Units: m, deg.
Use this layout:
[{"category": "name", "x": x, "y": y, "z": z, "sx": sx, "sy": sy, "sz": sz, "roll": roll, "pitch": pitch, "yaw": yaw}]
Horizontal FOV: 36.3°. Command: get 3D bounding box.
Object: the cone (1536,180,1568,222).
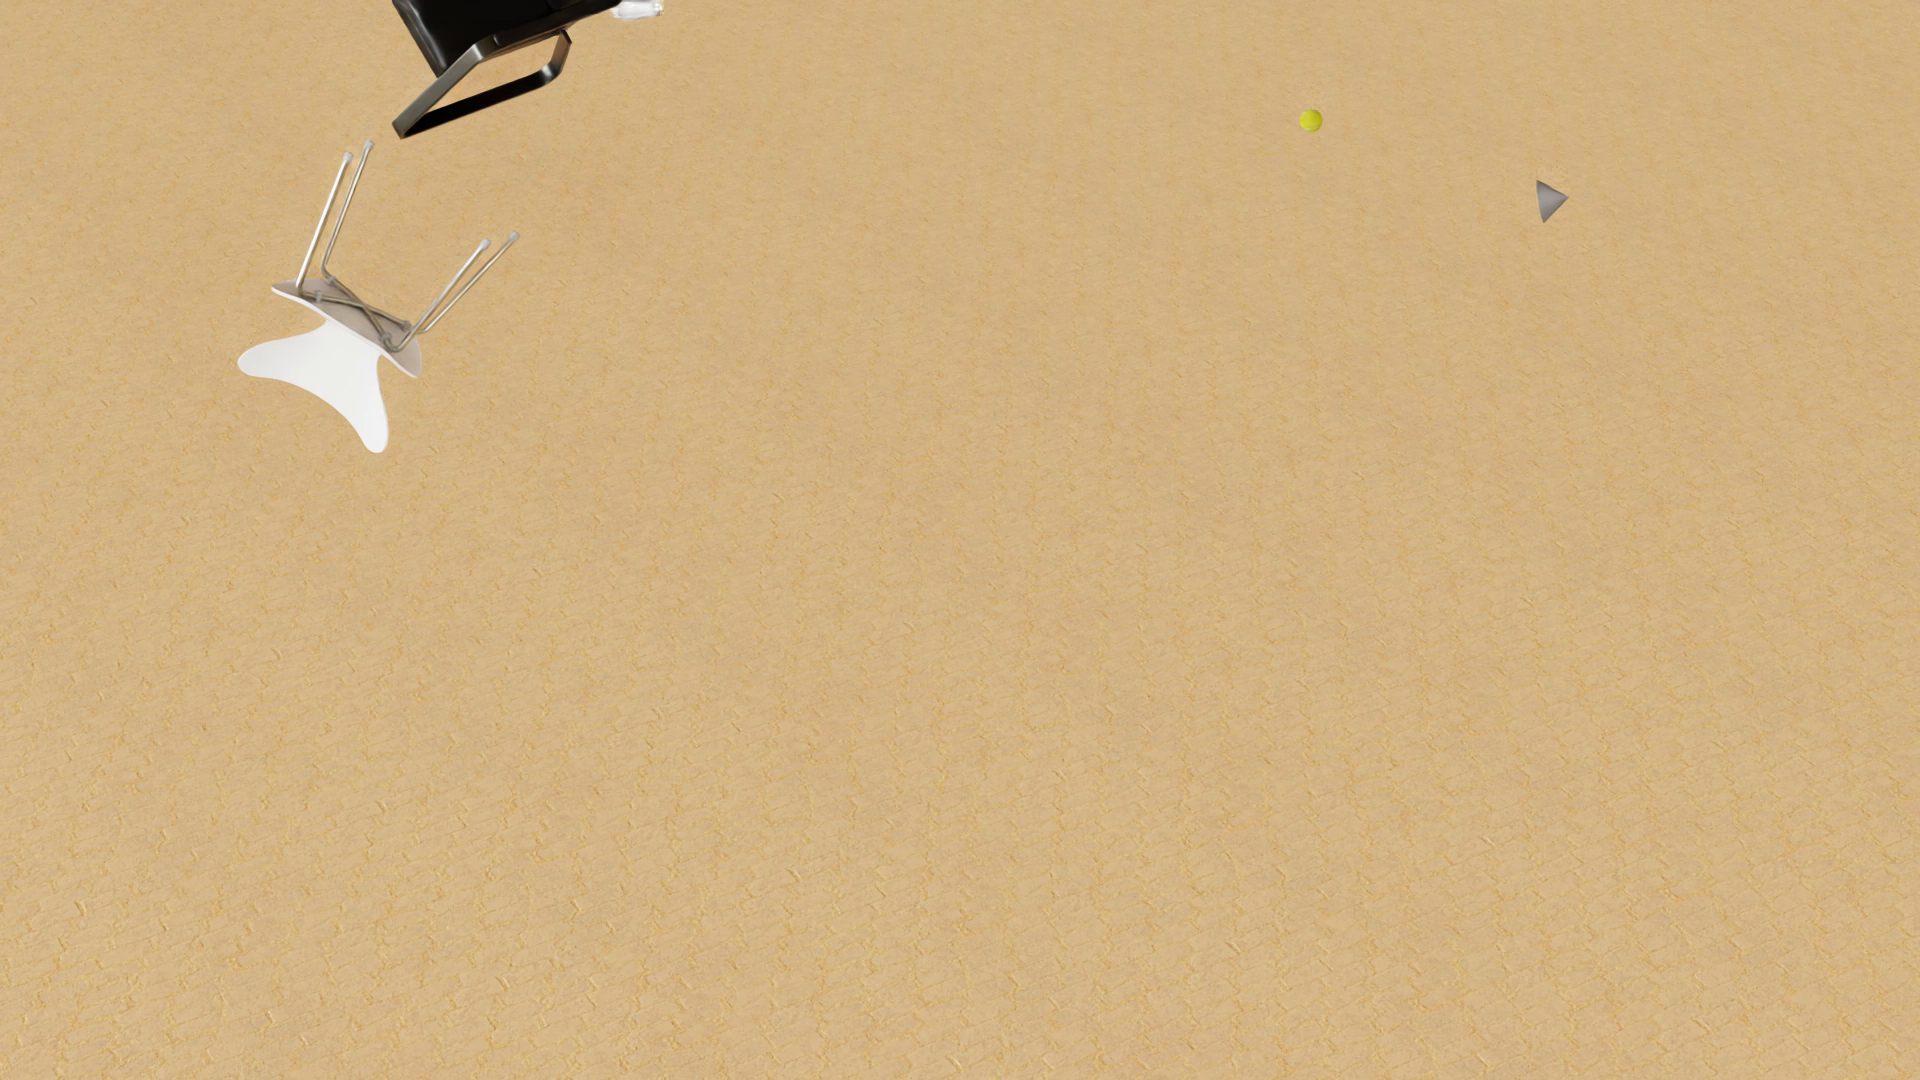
[{"category": "cone", "x": 1.783, "y": -1.021, "z": 8.789, "sx": 0.086, "sy": 0.135, "sz": 0.085, "roll": -7, "pitch": 16, "yaw": 22}]
